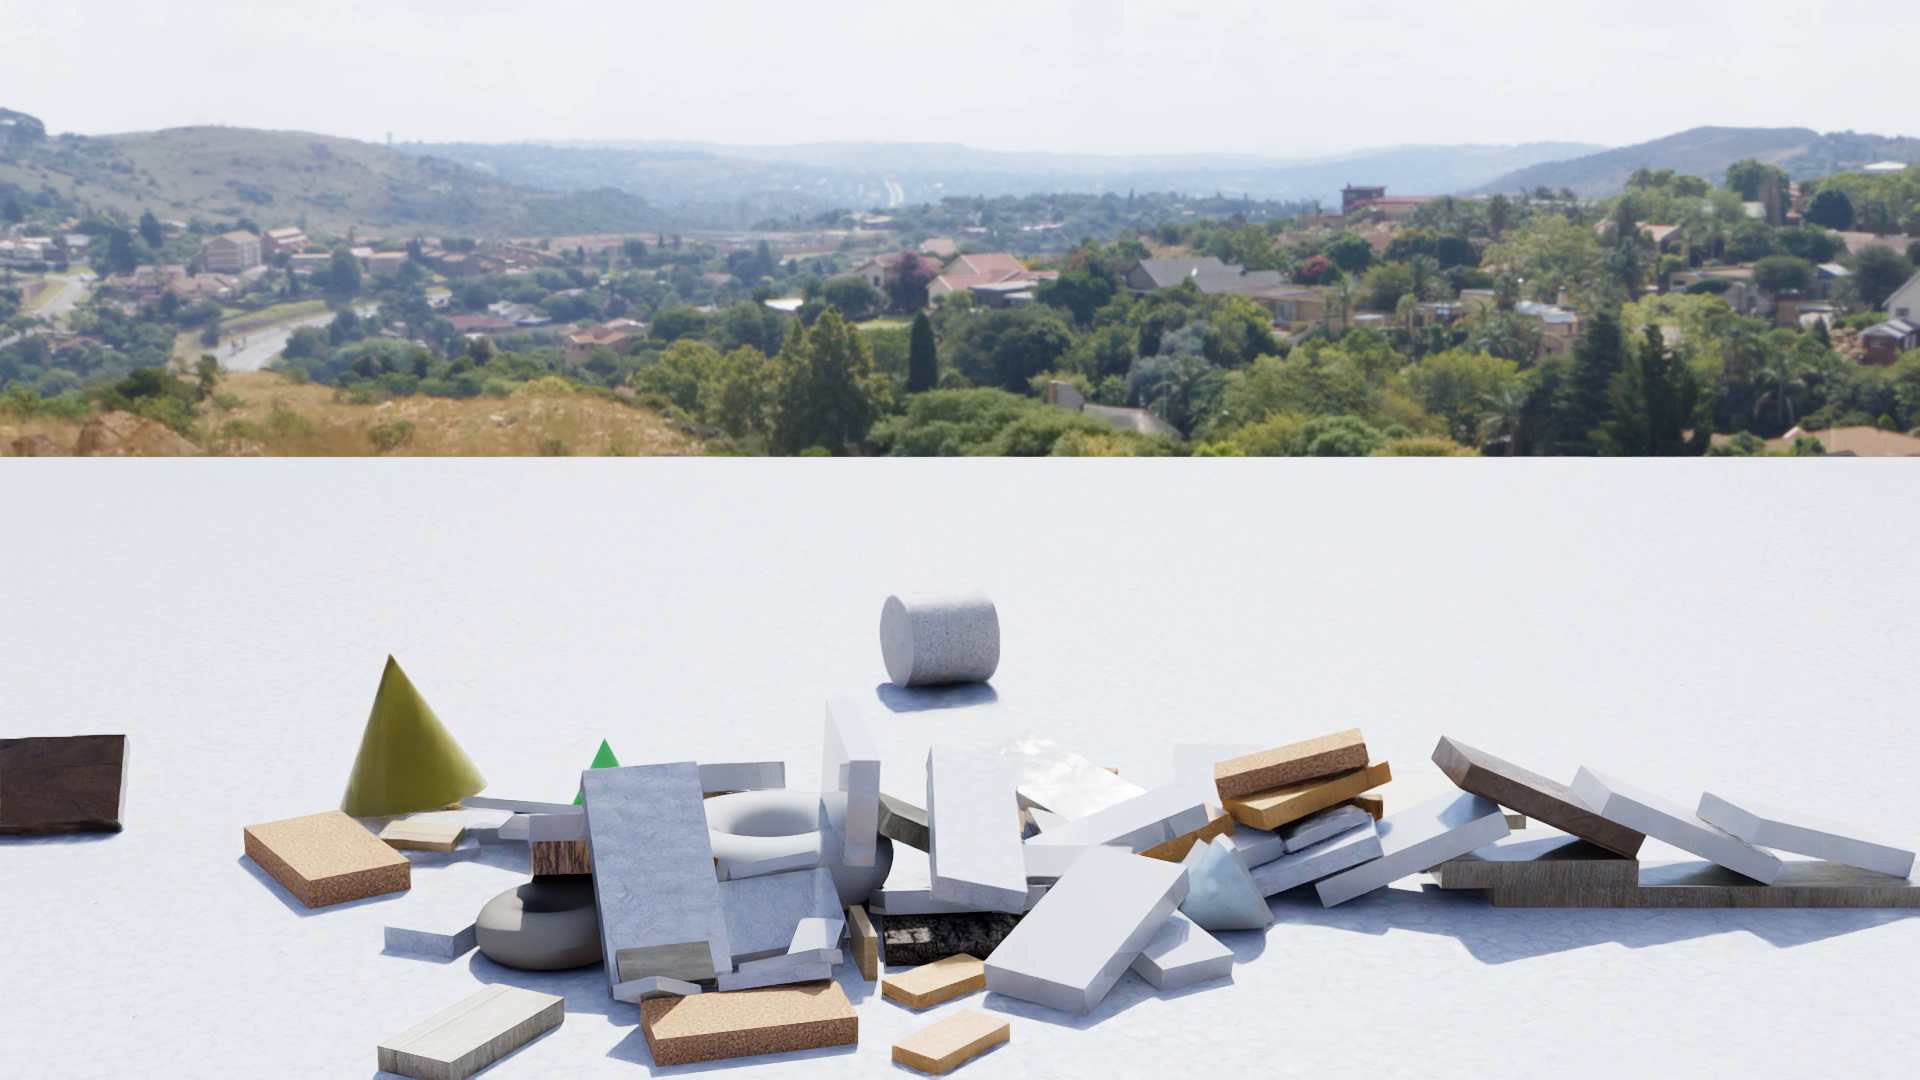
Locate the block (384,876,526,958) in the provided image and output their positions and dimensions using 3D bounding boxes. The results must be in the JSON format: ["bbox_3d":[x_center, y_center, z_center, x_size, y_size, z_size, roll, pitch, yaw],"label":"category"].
[{"bbox_3d":[-0.795,0.600,3.517,0.125,0.035,0.249,4,11,20],"label":"block"}]

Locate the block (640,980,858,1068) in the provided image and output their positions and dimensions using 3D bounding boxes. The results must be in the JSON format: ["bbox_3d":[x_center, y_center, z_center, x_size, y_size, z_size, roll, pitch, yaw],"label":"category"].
[{"bbox_3d":[-0.297,0.677,3.090,0.283,0.040,0.141,-3,11,-16],"label":"block"}]

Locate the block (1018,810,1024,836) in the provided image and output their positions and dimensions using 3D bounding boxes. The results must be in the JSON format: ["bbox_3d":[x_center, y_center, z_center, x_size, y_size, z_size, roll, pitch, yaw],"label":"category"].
[{"bbox_3d":[0.040,0.481,3.849,0.142,0.040,0.284,25,1,3],"label":"block"}]

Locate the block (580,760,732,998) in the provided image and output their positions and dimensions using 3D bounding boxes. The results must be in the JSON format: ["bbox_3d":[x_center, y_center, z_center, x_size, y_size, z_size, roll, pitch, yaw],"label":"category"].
[{"bbox_3d":[-0.463,0.508,3.329,0.178,0.050,0.356,-3,56,-17],"label":"block"}]

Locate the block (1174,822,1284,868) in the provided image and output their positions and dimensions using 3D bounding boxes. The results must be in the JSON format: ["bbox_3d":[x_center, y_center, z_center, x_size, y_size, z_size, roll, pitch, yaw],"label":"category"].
[{"bbox_3d":[0.405,0.535,3.685,0.248,0.035,0.124,-18,14,-8],"label":"block"}]

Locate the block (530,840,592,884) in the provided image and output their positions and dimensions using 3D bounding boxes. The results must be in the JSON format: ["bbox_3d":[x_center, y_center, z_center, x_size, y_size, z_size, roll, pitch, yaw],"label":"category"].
[{"bbox_3d":[-0.599,0.520,3.538,0.178,0.050,0.355,0,-11,-12],"label":"block"}]

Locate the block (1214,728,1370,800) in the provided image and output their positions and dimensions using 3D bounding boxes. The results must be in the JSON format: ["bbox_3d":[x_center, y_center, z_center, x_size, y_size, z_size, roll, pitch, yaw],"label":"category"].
[{"bbox_3d":[0.566,0.382,3.765,0.259,0.037,0.130,-15,4,8],"label":"block"}]

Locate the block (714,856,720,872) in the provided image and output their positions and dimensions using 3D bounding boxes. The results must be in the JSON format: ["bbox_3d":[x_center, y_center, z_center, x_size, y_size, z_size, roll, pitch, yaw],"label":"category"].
[{"bbox_3d":[-0.430,0.563,3.475,0.068,0.135,0.019,5,-21,27],"label":"block"}]

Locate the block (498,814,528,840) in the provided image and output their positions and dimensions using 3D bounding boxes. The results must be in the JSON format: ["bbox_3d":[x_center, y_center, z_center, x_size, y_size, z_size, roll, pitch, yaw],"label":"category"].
[{"bbox_3d":[-0.765,0.503,3.917,0.068,0.019,0.135,2,11,8],"label":"block"}]

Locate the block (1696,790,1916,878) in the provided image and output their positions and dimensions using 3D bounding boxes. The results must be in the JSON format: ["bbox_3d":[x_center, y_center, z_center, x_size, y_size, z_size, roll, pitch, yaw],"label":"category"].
[{"bbox_3d":[1.406,0.489,3.658,0.315,0.045,0.158,13,6,-18],"label":"block"}]

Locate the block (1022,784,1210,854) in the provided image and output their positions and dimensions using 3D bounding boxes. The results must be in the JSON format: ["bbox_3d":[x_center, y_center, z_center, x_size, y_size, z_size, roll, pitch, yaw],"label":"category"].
[{"bbox_3d":[0.261,0.492,3.693,0.283,0.040,0.141,-19,13,-15],"label":"block"}]

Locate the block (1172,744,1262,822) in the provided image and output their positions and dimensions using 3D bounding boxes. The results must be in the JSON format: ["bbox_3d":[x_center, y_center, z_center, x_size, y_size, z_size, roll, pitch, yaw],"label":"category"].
[{"bbox_3d":[0.489,0.468,4.094,0.169,0.048,0.338,1,17,3],"label":"block"}]

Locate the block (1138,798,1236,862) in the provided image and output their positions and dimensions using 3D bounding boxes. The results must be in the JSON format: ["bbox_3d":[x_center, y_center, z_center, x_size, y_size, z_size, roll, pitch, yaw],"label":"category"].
[{"bbox_3d":[0.307,0.516,3.712,0.283,0.040,0.141,-21,14,-20],"label":"block"}]

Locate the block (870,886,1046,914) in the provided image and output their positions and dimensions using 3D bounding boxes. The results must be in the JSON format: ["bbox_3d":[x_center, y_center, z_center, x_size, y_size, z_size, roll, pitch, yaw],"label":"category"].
[{"bbox_3d":[-0.005,0.574,3.515,0.259,0.037,0.130,0,-8,-13],"label":"block"}]

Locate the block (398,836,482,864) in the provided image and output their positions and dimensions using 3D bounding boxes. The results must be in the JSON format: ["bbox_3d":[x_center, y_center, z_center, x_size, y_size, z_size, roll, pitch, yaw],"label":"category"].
[{"bbox_3d":[-0.913,0.545,3.859,0.135,0.019,0.068,-4,11,-18],"label":"block"}]

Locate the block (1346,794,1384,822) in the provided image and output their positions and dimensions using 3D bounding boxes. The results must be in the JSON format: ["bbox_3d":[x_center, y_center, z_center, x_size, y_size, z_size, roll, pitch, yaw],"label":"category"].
[{"bbox_3d":[0.606,0.500,3.815,0.248,0.124,0.035,2,11,10],"label":"block"}]

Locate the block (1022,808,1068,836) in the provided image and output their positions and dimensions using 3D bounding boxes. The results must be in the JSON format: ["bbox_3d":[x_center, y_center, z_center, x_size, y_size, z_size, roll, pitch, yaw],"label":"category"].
[{"bbox_3d":[0.167,0.520,3.825,0.075,0.021,0.149,17,18,-23],"label":"block"}]

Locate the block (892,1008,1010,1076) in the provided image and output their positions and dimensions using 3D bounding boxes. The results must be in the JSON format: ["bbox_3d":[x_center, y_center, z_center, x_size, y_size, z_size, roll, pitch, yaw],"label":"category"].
[{"bbox_3d":[-0.012,0.694,3.046,0.081,0.023,0.162,8,13,38],"label":"block"}]

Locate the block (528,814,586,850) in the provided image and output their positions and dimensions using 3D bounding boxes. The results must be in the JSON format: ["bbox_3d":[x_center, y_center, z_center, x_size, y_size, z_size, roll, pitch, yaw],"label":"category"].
[{"bbox_3d":[-0.619,0.497,3.676,0.178,0.050,0.356,-1,-11,-8],"label":"block"}]

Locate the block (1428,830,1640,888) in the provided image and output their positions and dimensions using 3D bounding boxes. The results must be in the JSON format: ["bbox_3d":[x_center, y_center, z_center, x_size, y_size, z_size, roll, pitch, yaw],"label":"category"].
[{"bbox_3d":[0.944,0.530,3.665,0.324,0.046,0.162,0,11,-2],"label":"block"}]

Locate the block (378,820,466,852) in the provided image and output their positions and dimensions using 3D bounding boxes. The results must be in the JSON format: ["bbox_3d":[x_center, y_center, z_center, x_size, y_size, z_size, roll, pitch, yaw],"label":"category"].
[{"bbox_3d":[-0.945,0.520,3.857,0.135,0.019,0.067,3,19,8],"label":"block"}]

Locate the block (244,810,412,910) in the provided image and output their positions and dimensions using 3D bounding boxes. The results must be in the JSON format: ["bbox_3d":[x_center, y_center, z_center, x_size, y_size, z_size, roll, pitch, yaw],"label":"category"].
[{"bbox_3d":[-1.090,0.545,3.778,0.173,0.049,0.346,-7,13,-34],"label":"block"}]

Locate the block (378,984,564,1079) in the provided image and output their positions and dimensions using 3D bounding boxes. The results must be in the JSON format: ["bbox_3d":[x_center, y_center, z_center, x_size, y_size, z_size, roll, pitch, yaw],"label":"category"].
[{"bbox_3d":[-0.677,0.686,3.058,0.125,0.035,0.249,5,12,26],"label":"block"}]

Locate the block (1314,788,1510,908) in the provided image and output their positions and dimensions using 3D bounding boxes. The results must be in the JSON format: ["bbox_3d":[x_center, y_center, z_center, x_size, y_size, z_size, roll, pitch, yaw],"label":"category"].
[{"bbox_3d":[0.737,0.503,3.653,0.324,0.046,0.162,-23,10,6],"label":"block"}]

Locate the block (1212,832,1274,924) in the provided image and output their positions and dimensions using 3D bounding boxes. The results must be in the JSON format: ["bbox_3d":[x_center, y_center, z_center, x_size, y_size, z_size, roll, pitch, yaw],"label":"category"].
[{"bbox_3d":[0.456,0.545,3.541,0.020,0.142,0.071,-30,14,-4],"label":"block"}]

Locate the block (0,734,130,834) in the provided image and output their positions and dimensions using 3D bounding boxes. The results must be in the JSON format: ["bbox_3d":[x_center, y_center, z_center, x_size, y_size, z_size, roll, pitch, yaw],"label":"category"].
[{"bbox_3d":[-1.696,0.446,4.001,0.336,0.168,0.048,-2,-27,-9],"label":"block"}]

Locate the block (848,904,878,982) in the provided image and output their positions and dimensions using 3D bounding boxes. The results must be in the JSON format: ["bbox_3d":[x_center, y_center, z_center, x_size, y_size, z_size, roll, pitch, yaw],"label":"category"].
[{"bbox_3d":[-0.148,0.614,3.353,0.020,0.069,0.139,-2,11,-12],"label":"block"}]

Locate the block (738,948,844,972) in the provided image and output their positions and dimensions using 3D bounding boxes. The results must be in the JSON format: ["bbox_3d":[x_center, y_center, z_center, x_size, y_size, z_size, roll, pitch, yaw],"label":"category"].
[{"bbox_3d":[-0.247,0.620,3.219,0.136,0.019,0.068,-15,-18,21],"label":"block"}]

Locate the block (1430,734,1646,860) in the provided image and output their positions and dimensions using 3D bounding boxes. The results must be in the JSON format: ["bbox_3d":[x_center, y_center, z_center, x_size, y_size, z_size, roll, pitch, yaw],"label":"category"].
[{"bbox_3d":[0.953,0.424,3.635,0.324,0.046,0.162,22,9,-8],"label":"block"}]

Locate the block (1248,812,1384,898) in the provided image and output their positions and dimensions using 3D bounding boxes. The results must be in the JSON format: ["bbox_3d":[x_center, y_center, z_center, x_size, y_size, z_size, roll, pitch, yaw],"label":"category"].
[{"bbox_3d":[0.574,0.528,3.646,0.248,0.035,0.124,-22,7,10],"label":"block"}]

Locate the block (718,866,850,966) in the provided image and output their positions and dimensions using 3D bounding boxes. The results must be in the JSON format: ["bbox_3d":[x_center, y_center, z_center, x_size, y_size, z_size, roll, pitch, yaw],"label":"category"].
[{"bbox_3d":[-0.306,0.585,3.396,0.249,0.035,0.125,-5,54,-24],"label":"block"}]

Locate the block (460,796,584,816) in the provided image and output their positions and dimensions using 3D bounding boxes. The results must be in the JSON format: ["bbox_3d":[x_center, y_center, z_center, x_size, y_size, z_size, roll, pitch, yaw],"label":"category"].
[{"bbox_3d":[-0.701,0.474,3.849,0.387,0.019,0.068,1,-14,27],"label":"block"}]
